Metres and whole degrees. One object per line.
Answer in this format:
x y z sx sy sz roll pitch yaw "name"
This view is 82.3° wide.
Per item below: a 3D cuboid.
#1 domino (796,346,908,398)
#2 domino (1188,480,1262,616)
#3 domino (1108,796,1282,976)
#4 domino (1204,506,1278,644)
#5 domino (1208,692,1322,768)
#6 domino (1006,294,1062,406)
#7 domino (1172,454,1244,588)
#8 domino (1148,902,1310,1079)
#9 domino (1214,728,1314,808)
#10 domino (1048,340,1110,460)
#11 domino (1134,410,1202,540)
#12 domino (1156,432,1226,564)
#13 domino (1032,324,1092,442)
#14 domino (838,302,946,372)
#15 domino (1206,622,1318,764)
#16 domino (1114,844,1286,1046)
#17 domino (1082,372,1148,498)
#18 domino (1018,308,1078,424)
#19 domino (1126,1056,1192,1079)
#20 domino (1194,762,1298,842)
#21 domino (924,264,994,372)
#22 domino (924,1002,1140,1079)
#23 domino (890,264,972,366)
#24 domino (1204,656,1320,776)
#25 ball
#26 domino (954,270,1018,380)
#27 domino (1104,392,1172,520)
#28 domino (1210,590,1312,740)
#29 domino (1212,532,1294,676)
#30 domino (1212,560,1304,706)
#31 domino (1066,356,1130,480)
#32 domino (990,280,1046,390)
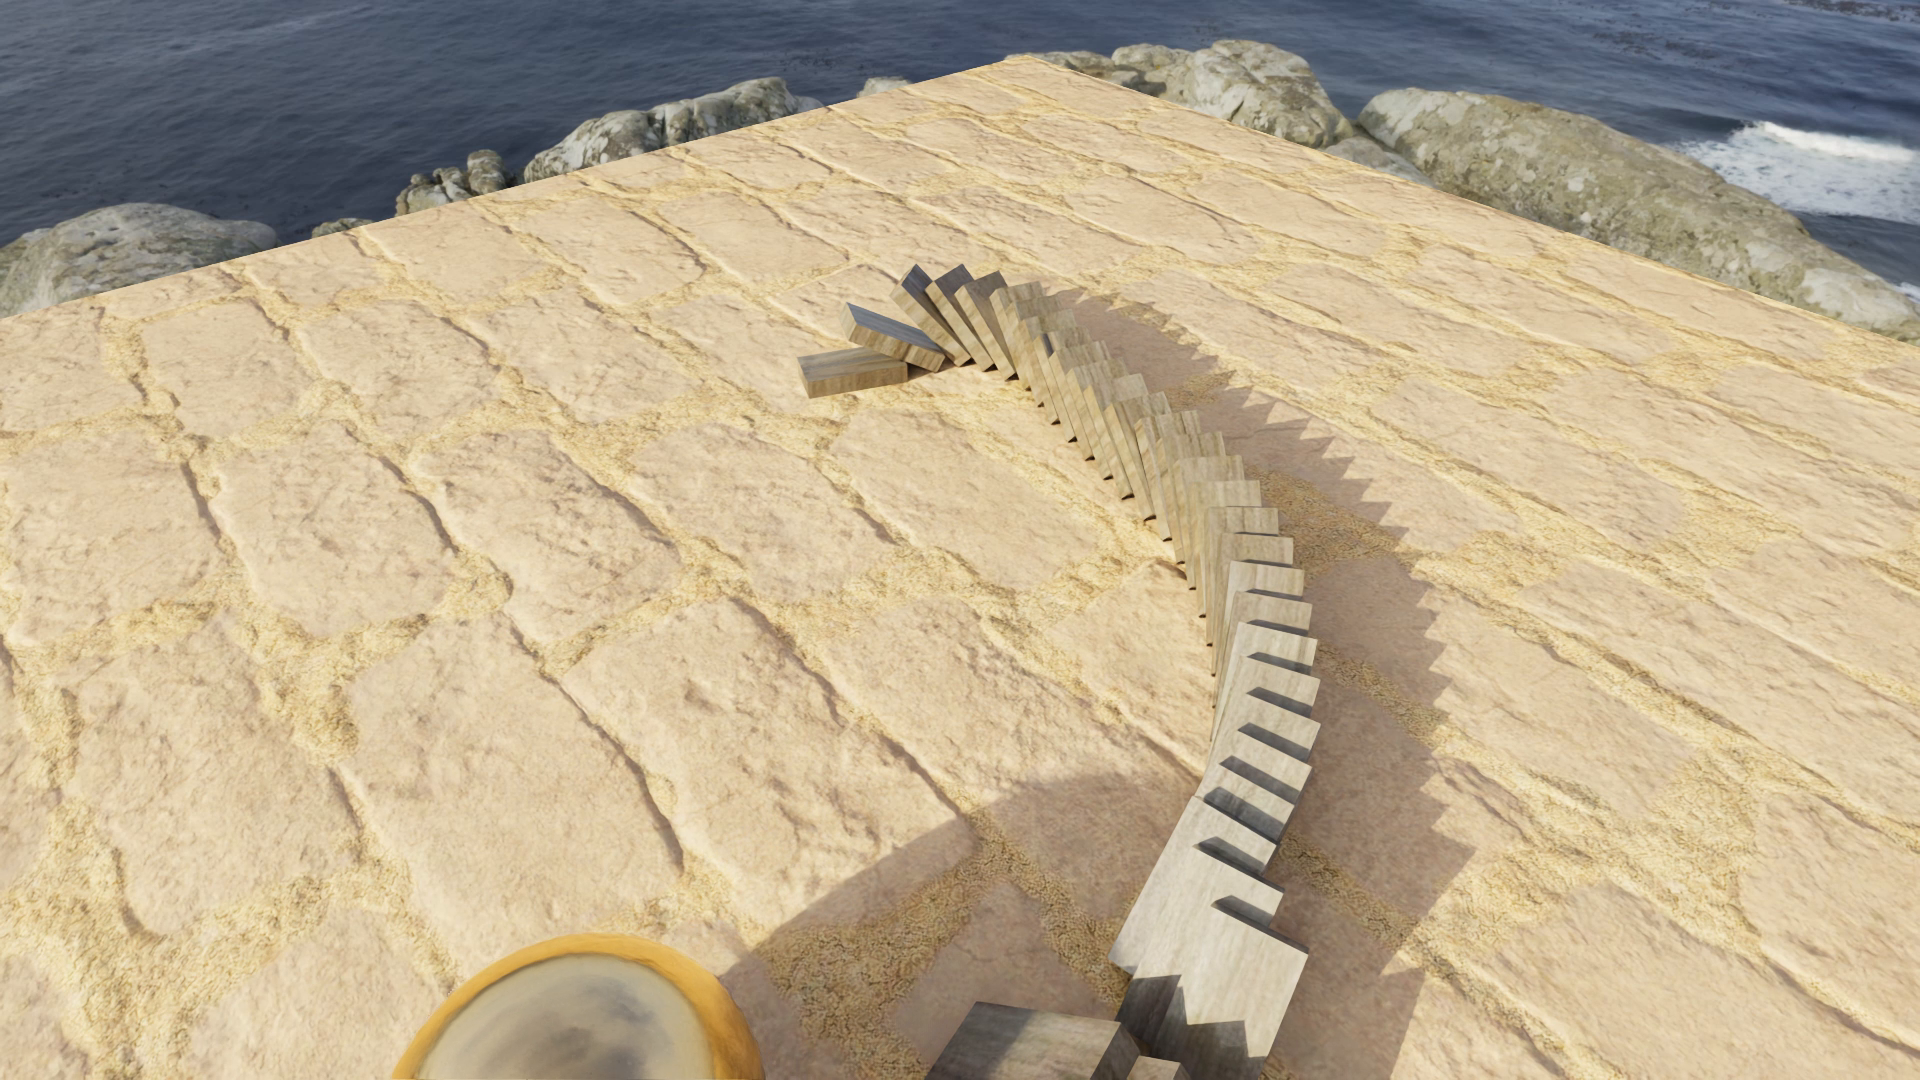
-0.054 -0.085 0.547 0.050 0.010 0.025 -12 41 -14 "domino"
0.102 0.003 0.417 0.025 0.009 0.050 -2 78 -2 "domino"
0.063 0.098 0.298 0.025 0.010 0.050 28 90 28 "domino"
0.104 0.013 0.404 0.025 0.010 0.050 1 78 2 "domino"
0.087 0.074 0.330 0.025 0.009 0.050 21 83 24 "domino"
0.042 -0.092 0.531 0.025 0.010 0.050 -15 82 -20 "domino"
0.099 -0.007 0.429 0.025 0.010 0.050 -4 78 -5 "domino"
0.065 0.119 0.272 0.025 0.010 0.050 22 88 22 "domino"
0.080 0.083 0.319 0.025 0.009 0.050 25 85 27 "domino"
0.061 -0.064 0.498 0.025 0.010 0.050 -15 80 -18 "domino"
0.091 -0.027 0.453 0.025 0.009 0.050 -10 79 -12 "domino"
0.096 -0.017 0.441 0.025 0.009 0.050 -6 79 -9 "domino"
0.054 -0.073 0.509 0.025 0.010 0.050 -16 81 -18 "domino"
-0.034 -0.101 0.548 0.050 0.009 0.025 15 30 -29 "domino"
0.097 0.054 0.355 0.025 0.010 0.050 13 79 15 "domino"
0.062 0.108 0.285 0.025 0.009 0.050 24 89 22 "domino"
0.074 -0.045 0.476 0.025 0.010 0.050 -15 80 -18 "domino"
0.048 -0.082 0.520 0.025 0.010 0.050 -15 82 -18 "domino"
0.029 0.133 0.258 0.050 0.009 0.025 -17 20 46 "domino"
0.071 0.091 0.309 0.025 0.009 0.050 27 85 28 "domino"
0.006 -0.113 0.556 0.050 0.010 0.025 53 50 -6 "domino"
0.016 0.127 0.265 0.050 0.010 0.025 -17 20 46 "domino"
-0.011 -0.114 0.557 0.050 0.010 0.025 44 39 -17 "domino"
0.092 0.064 0.342 0.025 0.010 0.050 16 81 19 "domino"
-0.081 0.126 0.234 0.080 0.080 0.080 0 39 0 "ball"
0.021 -0.108 0.550 0.025 0.009 0.050 -31 90 -33 "domino"
0.082 -0.036 0.465 0.025 0.010 0.050 -15 79 -17 "domino"
0.100 0.044 0.367 0.025 0.010 0.050 10 79 12 "domino"
0.104 0.024 0.392 0.025 0.010 0.050 5 78 5 "domino"
0.103 0.034 0.379 0.025 0.009 0.050 7 78 9 "domino"
0.068 -0.054 0.487 0.025 0.009 0.050 -15 80 -18 "domino"
0.035 -0.101 0.542 0.025 0.010 0.050 -16 82 -23 "domino"
